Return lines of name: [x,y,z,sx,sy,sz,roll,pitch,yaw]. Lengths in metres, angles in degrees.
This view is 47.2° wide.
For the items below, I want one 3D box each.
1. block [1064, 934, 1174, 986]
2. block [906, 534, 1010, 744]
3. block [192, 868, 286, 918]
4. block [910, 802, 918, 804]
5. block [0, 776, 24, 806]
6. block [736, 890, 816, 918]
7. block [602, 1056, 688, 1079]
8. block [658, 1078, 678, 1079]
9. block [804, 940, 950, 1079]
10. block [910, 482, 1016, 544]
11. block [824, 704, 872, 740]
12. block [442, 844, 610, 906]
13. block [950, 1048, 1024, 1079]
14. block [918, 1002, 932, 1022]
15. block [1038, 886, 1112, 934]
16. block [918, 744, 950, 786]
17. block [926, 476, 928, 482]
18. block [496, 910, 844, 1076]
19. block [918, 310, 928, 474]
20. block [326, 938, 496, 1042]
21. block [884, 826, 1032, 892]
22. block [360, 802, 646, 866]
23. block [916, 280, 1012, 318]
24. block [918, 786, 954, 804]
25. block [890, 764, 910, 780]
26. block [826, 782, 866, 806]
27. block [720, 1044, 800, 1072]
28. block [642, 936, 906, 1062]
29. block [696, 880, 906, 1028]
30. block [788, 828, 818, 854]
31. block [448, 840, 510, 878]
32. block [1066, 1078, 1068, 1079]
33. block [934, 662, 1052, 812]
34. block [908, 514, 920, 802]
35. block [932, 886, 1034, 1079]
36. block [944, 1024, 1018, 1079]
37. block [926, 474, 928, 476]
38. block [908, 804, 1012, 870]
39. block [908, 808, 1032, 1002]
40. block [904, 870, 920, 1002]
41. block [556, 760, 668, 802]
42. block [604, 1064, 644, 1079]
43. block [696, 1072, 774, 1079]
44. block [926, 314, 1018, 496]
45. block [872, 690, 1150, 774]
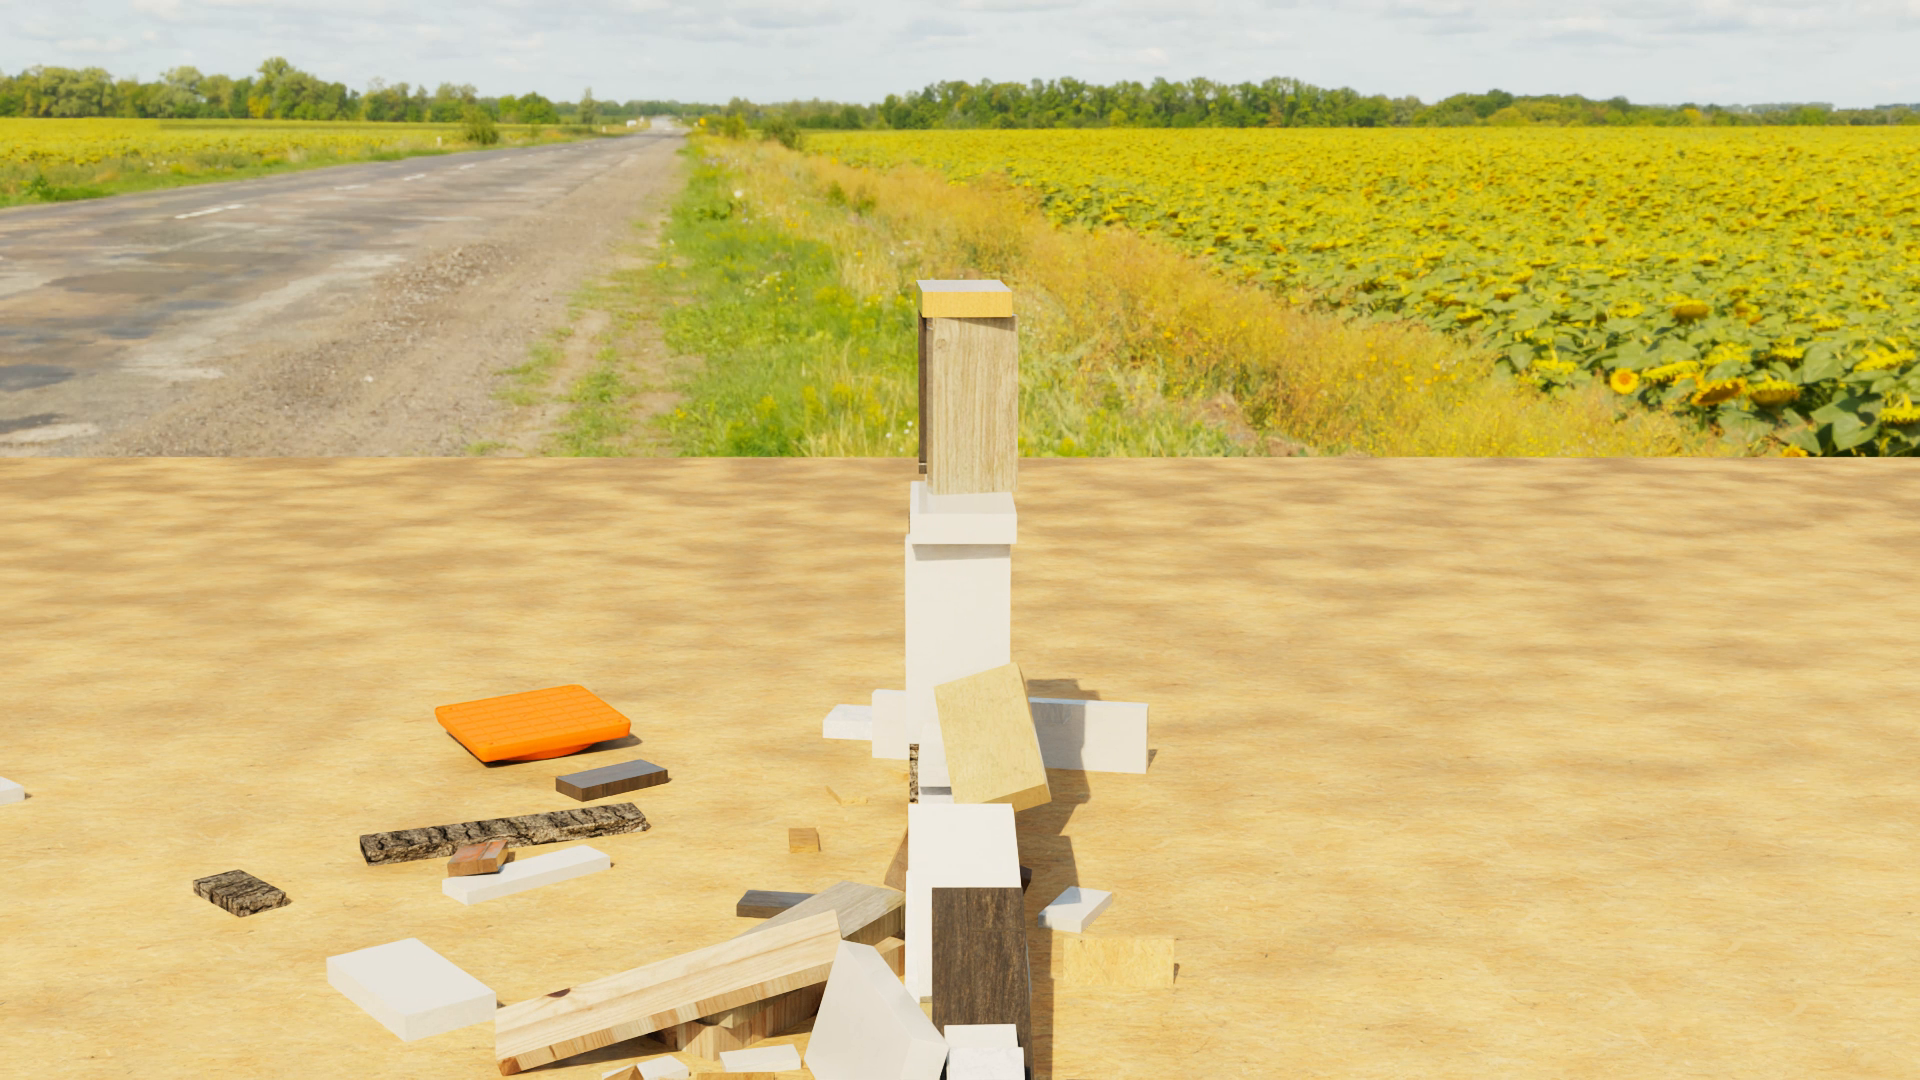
block: [0.236,0.626,3.275,0.163,0.073,0.021,0,11,2]
block: [-0.003,0.158,3.495,0.165,0.330,0.047,0,11,1]
block: [-1.192,0.584,3.638,0.082,0.023,0.164,-10,15,-44]
block: [-0.004,0.346,4.021,0.175,0.351,0.050,0,11,0]
block: [-1.880,0.488,4.141,0.097,0.027,0.193,10,14,42]
block: [-0.283,0.596,3.581,0.147,0.021,0.073,2,11,10]
block: [-0.421,0.717,2.945,0.103,0.015,0.051,-8,13,-35]
block: [-0.358,0.744,2.742,0.126,0.036,0.251,2,11,12]
block: [-0.112,0.657,2.817,0.049,0.173,0.346,15,5,-20]
block: [0.003,-0.047,3.566,0.165,0.047,0.330,0,10,-1]
block: [-0.144,0.388,4.652,0.267,0.038,0.134,2,11,10]
block: [-0.733,0.567,3.731,0.277,0.023,0.082,-9,14,-41]
block: [0.032,0.663,2.592,0.089,0.025,0.178,0,24,-1]
block: [0.000,0.662,2.862,0.106,0.030,0.212,0,14,-1]
block: [0.187,0.599,3.566,0.073,0.021,0.147,4,11,23]
block: [-0.001,0.340,3.520,0.127,0.036,0.255,0,11,0]
block: [0.002,-0.107,3.843,0.118,0.033,0.236,0,11,0]
block: [-0.395,0.618,3.009,0.487,0.029,0.103,-16,31,-3]
block: [0.000,-0.259,3.783,0.144,0.287,0.041,0,10,-1]
block: [-0.804,0.654,3.215,0.139,0.039,0.278,-8,13,-37]
block: [-0.003,0.523,3.416,0.206,0.103,0.029,21,26,-4]
block: [-0.816,0.526,3.941,0.494,0.027,0.097,-5,11,-23]
block: [0.004,-0.404,3.666,0.144,0.041,0.287,-1,10,-3]
block: [-0.001,0.499,3.460,0.127,0.255,0.036,0,10,-1]
block: [-0.085,0.456,4.354,0.099,0.014,0.050,-8,13,-35]
block: [-0.217,0.484,4.200,0.049,0.014,0.099,-4,11,-20]
block: [-0.272,0.708,2.992,0.103,0.015,0.051,-3,11,-16]
block: [-0.275,0.650,3.213,0.173,0.049,0.415,8,13,38]
block: [-0.247,0.601,3.233,0.139,0.039,0.488,6,12,30]
block: [-0.279,0.536,3.923,0.050,0.014,0.099,-1,11,-6]
block: [-0.824,0.545,3.765,0.082,0.023,0.164,-7,3,-5]
block: [0.185,0.740,2.781,0.103,0.029,0.206,1,11,3]
block: [0.047,0.309,3.364,0.139,0.039,0.278,-17,38,4]
block: [-0.003,0.199,3.721,0.165,0.493,0.047,0,10,0]
block: [0.026,0.593,2.860,0.126,0.036,0.404,0,30,-1]
block: [0.029,0.654,2.674,0.089,0.025,0.178,0,24,-3]
block: [0.004,-0.201,4.009,0.134,0.267,0.038,1,26,2]
block: [0.001,0.535,3.181,0.151,0.302,0.043,0,-17,0]
block: [0.011,0.513,3.070,0.151,0.043,0.301,-3,47,-3]
block: [0.000,0.597,3.051,0.151,0.043,0.301,0,47,0]
block: [-0.674,0.466,4.263,0.193,0.027,0.097,-9,14,-40]
block: [-0.467,0.730,2.675,0.126,0.036,0.251,-25,8,8]
block: [-0.298,0.723,2.914,0.103,0.015,0.051,0,11,-2]
block: [0.020,-0.222,3.590,0.144,0.289,0.041,-3,11,-15]
block: [0.099,0.383,4.416,0.558,0.134,0.038,2,11,12]
